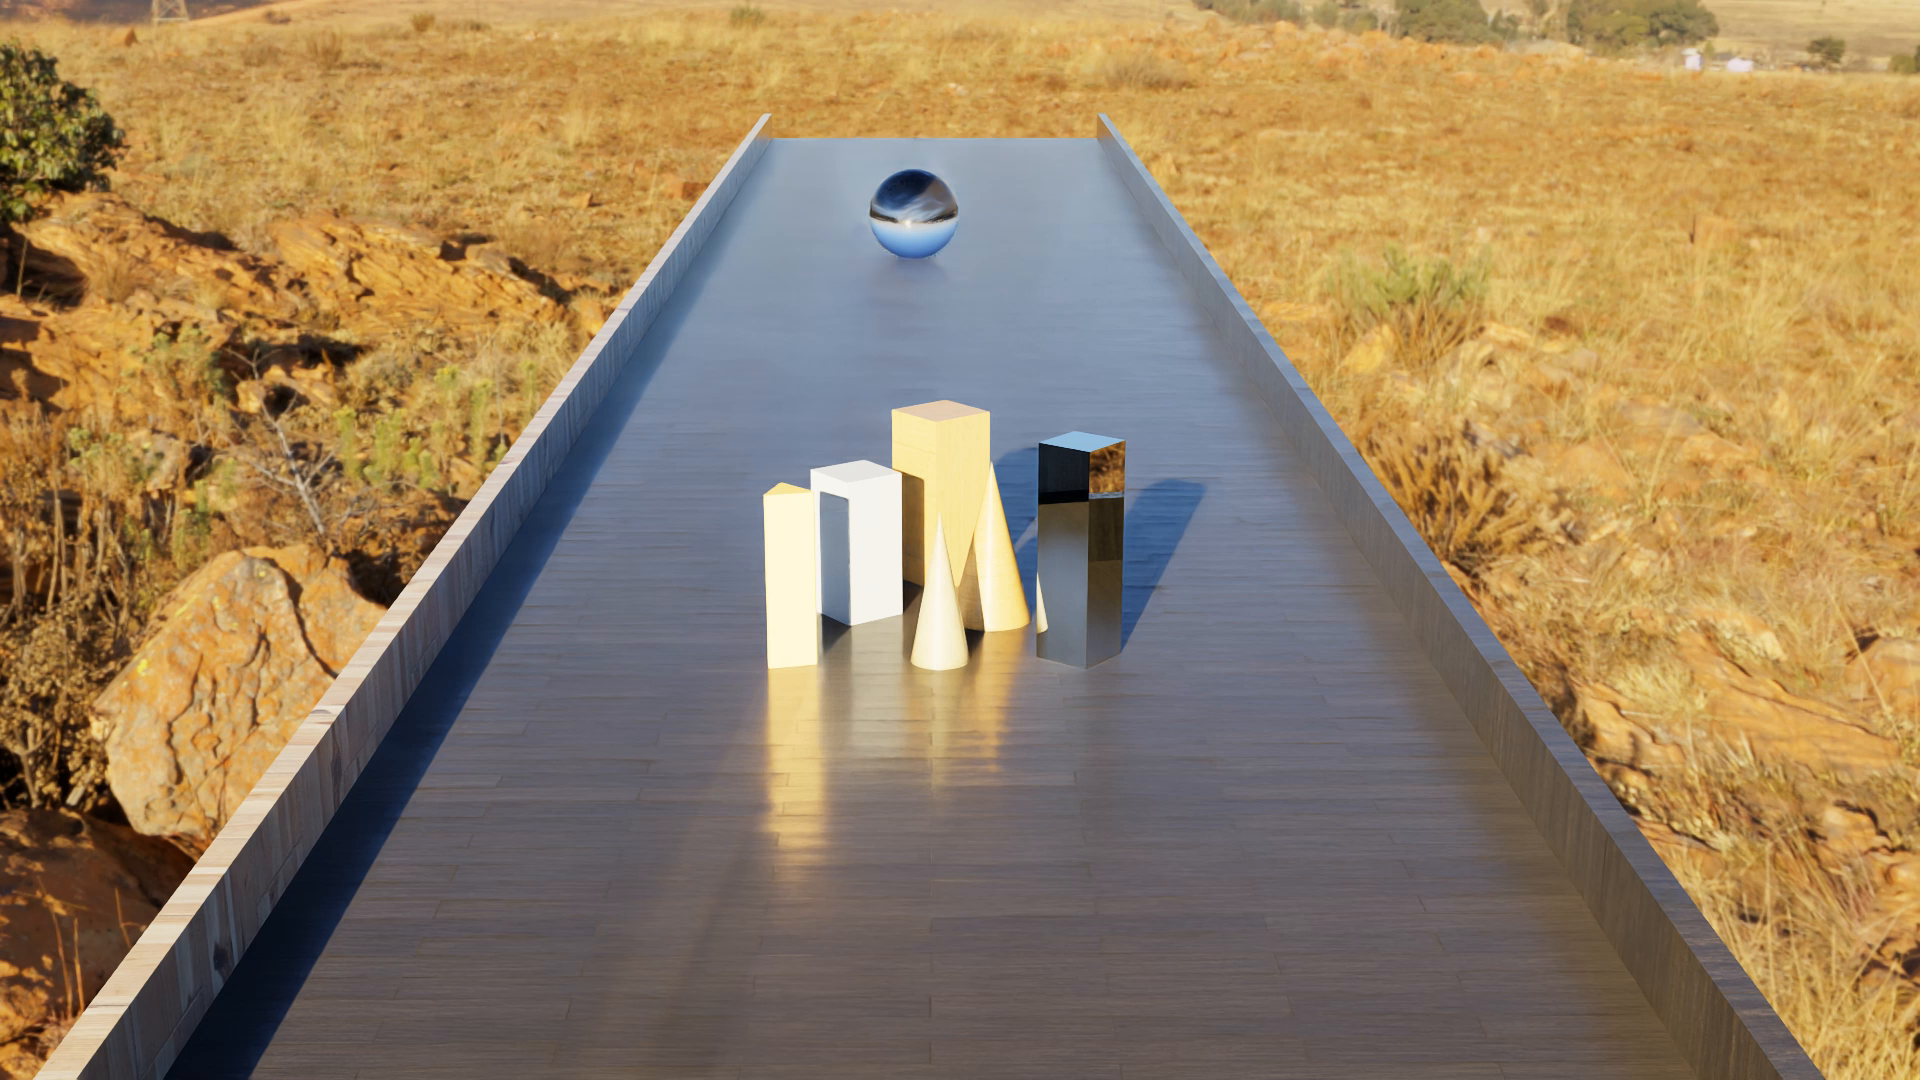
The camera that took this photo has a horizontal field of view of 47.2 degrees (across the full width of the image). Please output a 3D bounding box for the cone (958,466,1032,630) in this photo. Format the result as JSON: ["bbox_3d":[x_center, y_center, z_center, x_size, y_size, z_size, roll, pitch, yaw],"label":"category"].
[{"bbox_3d":[0.066,0.002,4.622,0.172,0.341,0.172,0,17,0],"label":"cone"}]

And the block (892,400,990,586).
[{"bbox_3d":[-0.042,-0.101,4.893,0.152,0.384,0.152,-13,21,-38],"label":"block"}]

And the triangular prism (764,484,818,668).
[{"bbox_3d":[-0.343,0.069,4.371,0.098,0.356,0.085,-4,17,-14],"label":"triangular prism"}]

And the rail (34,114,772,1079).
[{"bbox_3d":[-1.118,-0.838,7.780,0.050,0.150,12.000,0,17,-1],"label":"rail"}]

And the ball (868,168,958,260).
[{"bbox_3d":[-0.191,-1.352,9.119,0.373,0.373,0.373,0,17,0],"label":"ball"}]

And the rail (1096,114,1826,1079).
[{"bbox_3d":[0.932,-0.844,7.801,0.050,0.150,12.000,0,17,-1],"label":"rail"}]

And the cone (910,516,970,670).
[{"bbox_3d":[-0.039,0.092,4.374,0.120,0.310,0.120,0,17,0],"label":"cone"}]

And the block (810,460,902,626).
[{"bbox_3d":[-0.219,0.004,4.666,0.137,0.311,0.137,-12,20,-35],"label":"block"}]

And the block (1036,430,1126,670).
[{"bbox_3d":[0.240,0.019,4.381,0.122,0.445,0.122,13,21,36],"label":"block"}]
